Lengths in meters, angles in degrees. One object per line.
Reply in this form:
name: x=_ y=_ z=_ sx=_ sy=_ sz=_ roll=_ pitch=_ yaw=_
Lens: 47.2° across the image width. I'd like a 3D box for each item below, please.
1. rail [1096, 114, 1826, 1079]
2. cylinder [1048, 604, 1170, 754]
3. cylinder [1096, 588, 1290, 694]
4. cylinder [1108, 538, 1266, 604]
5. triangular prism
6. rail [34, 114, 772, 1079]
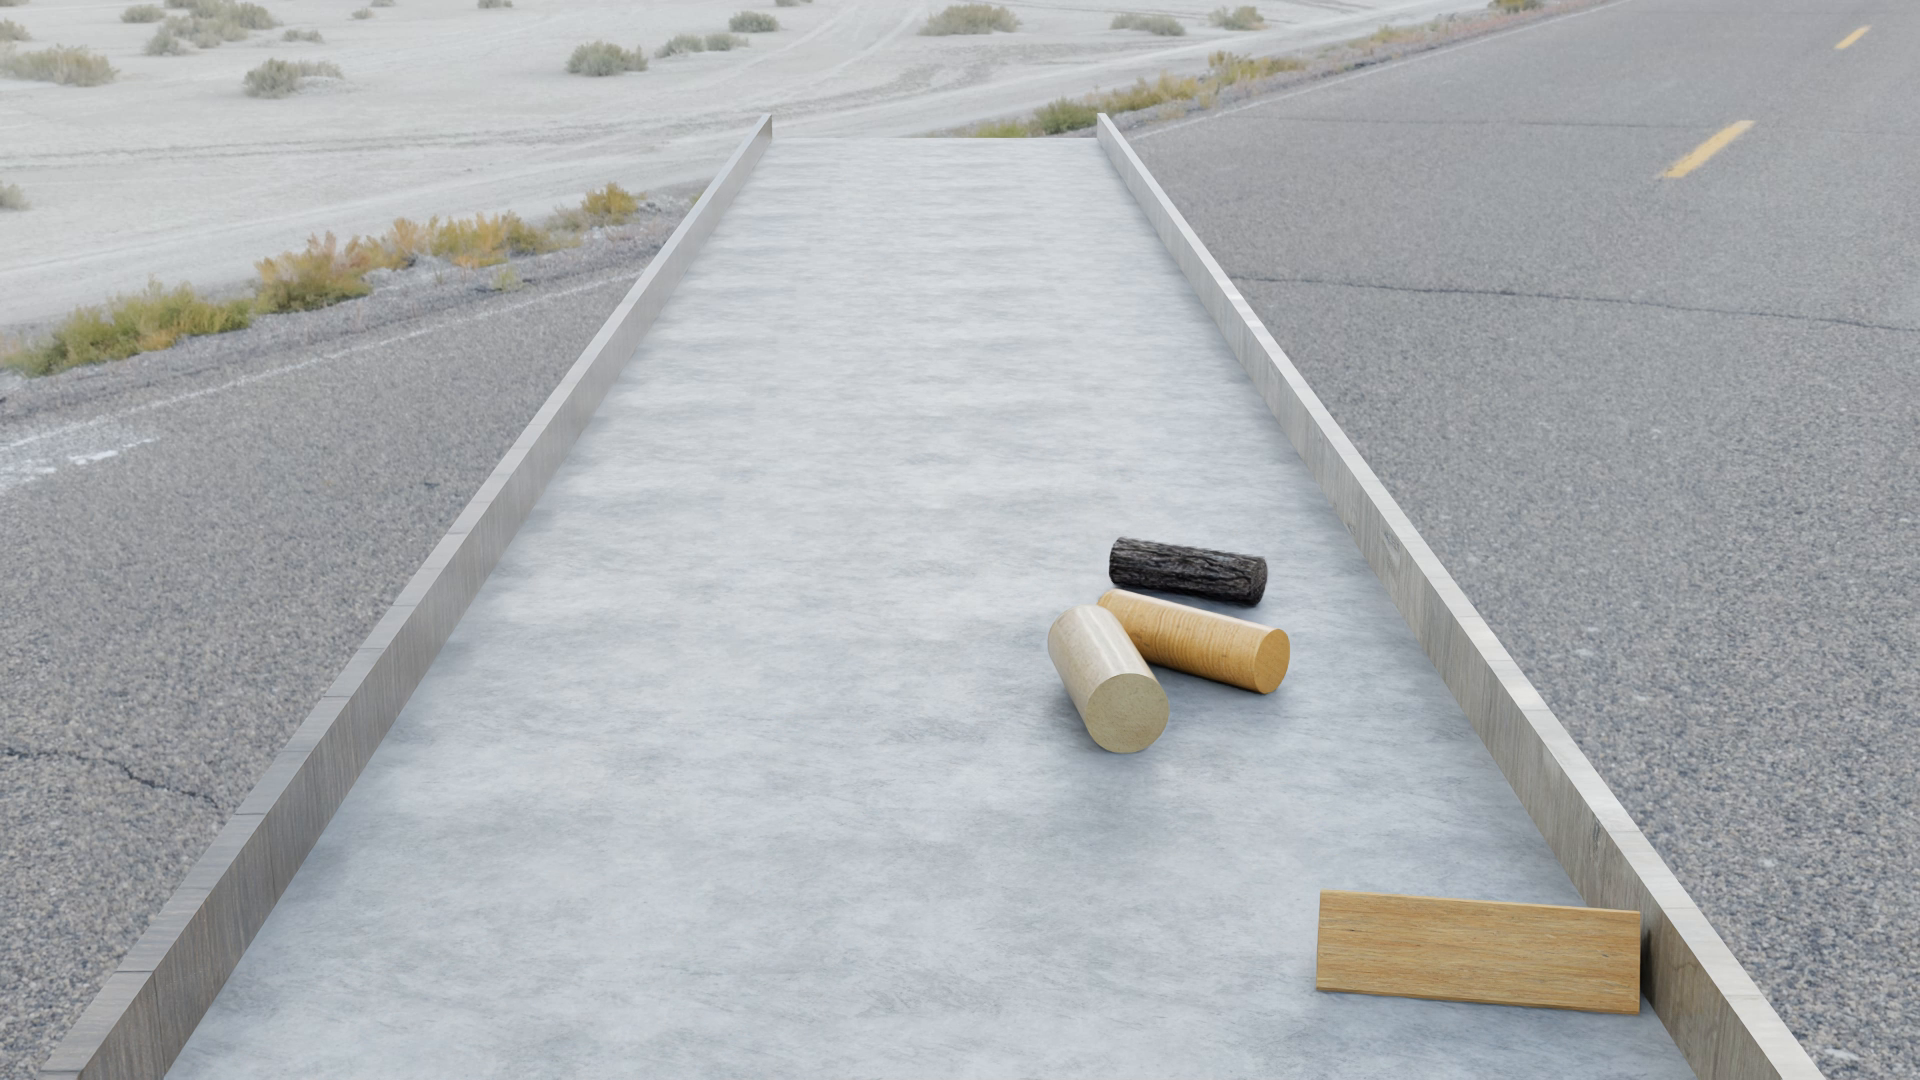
rail: x=0.932 y=-0.844 z=7.801 sx=0.050 sy=0.150 sz=12.000 roll=0 pitch=17 yaw=-1
cylinder: x=0.272 y=0.253 z=4.107 sx=0.153 sy=0.153 sz=0.394 roll=-2 pitch=17 yaw=-7
cylinder: x=0.452 y=0.197 z=4.343 sx=0.389 sy=0.128 sz=0.128 roll=14 pitch=21 yaw=39
cylinder: x=0.498 y=0.068 z=4.819 sx=0.331 sy=0.103 sz=0.103 roll=8 pitch=19 yaw=26
triangular prism: x=0.728 y=0.564 z=3.106 sx=0.438 sy=0.120 sz=0.139 roll=3 pitch=16 yaw=9
rail: x=-1.118 y=-0.838 z=7.780 sx=0.050 sy=0.150 sz=12.000 roll=0 pitch=17 yaw=-1
